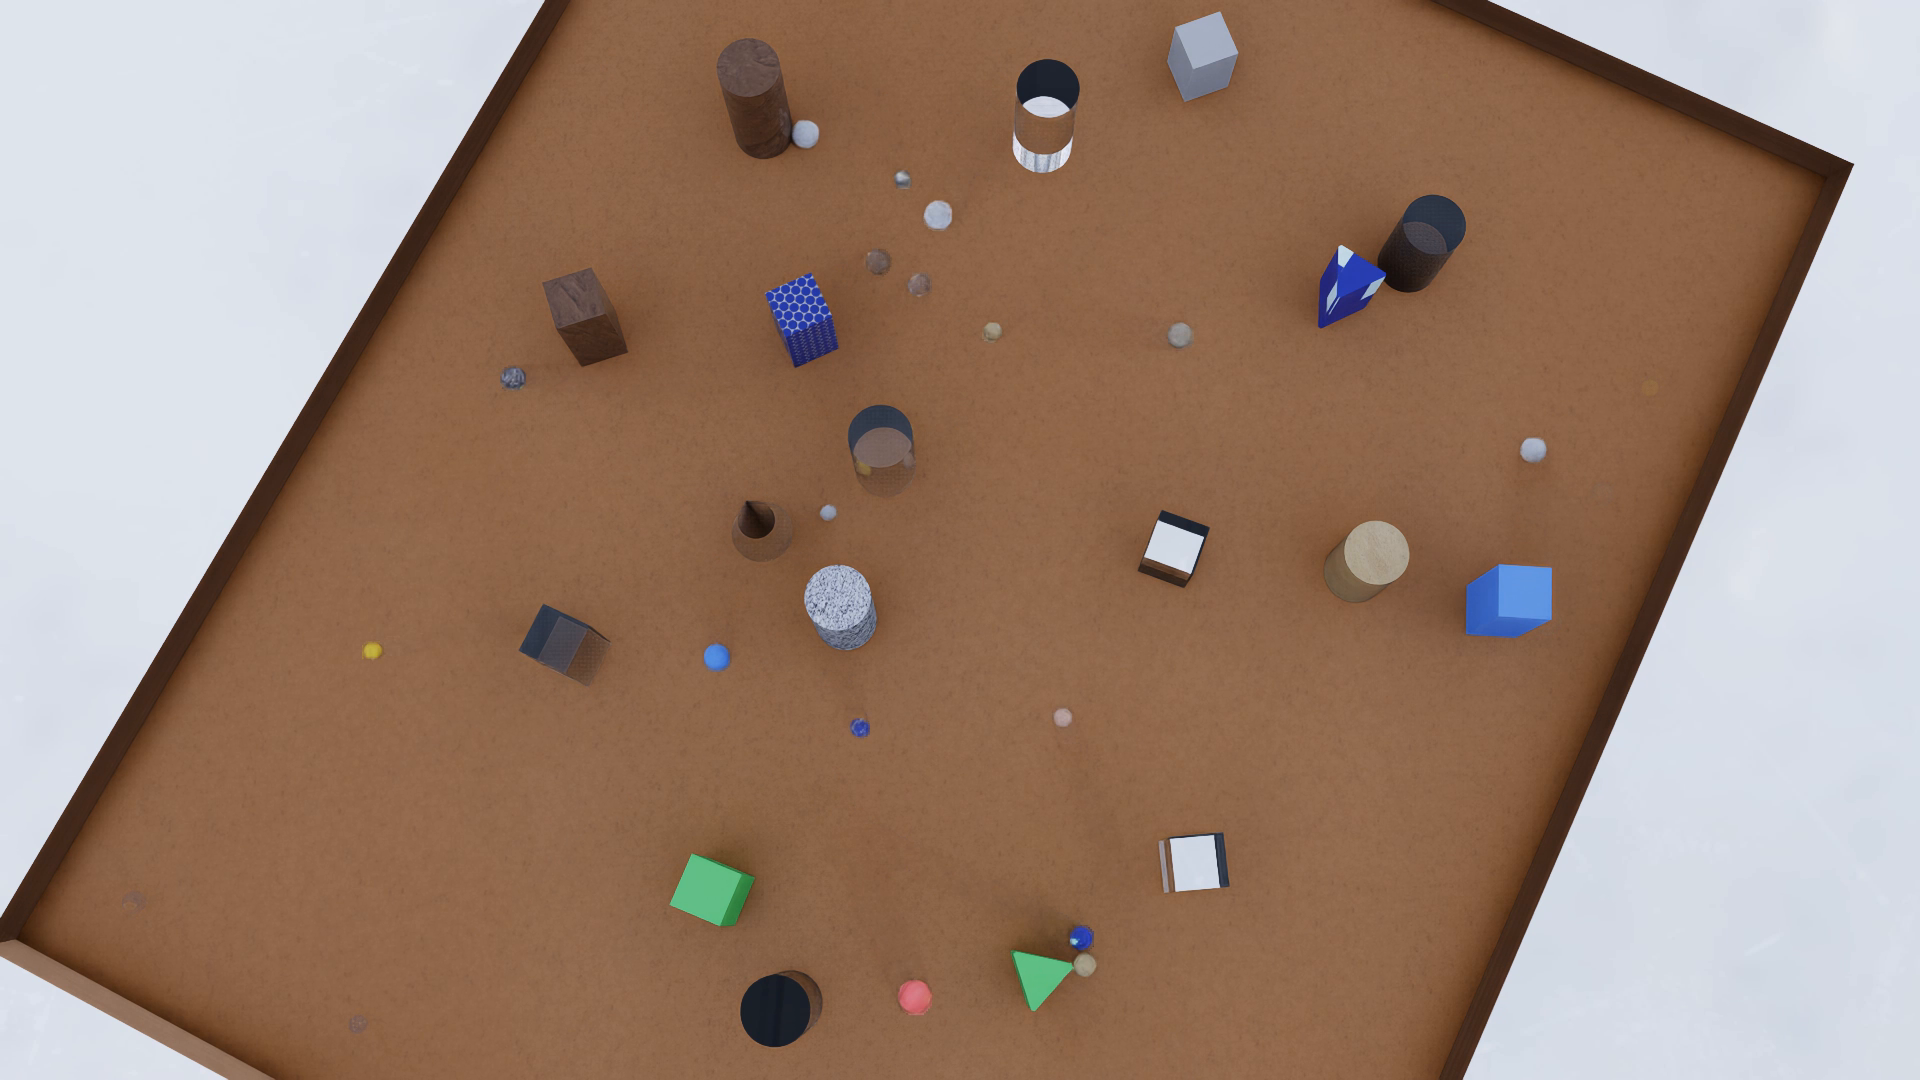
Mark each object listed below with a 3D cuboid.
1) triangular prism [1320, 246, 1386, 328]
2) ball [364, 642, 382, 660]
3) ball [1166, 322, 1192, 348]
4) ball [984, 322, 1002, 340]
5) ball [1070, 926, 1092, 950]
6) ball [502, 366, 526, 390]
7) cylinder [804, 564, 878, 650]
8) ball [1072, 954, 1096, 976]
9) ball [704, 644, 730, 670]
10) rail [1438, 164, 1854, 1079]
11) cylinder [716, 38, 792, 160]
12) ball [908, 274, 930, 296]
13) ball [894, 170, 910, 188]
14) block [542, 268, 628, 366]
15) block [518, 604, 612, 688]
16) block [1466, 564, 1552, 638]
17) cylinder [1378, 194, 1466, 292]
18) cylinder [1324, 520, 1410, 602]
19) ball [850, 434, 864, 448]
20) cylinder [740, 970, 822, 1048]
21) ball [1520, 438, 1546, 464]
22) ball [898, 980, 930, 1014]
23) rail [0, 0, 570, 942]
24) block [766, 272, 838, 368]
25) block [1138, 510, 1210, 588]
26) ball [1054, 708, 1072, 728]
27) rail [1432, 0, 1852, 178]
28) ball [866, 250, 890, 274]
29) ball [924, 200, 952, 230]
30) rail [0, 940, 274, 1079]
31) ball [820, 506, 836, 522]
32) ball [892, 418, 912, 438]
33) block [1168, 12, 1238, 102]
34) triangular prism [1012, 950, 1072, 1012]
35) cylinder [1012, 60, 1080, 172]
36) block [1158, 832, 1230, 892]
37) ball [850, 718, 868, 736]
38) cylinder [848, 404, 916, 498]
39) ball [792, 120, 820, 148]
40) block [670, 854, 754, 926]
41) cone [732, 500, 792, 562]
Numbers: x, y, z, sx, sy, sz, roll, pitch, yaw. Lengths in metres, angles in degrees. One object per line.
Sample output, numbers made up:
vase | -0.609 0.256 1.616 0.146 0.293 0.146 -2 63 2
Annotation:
triangular prism | 1.172 -0.792 5.632 0.163 0.291 0.141 -25 79 -5
ball | -1.770 0.334 5.520 0.052 0.052 0.052 0 78 0
ball | 0.684 -0.637 5.707 0.080 0.080 0.080 0 78 0
ball | 0.102 -0.652 5.722 0.058 0.058 0.058 0 78 0
ball | 0.353 1.161 5.342 0.067 0.067 0.067 0 78 0
ball | -1.383 -0.500 5.682 0.074 0.074 0.074 0 78 0
cylinder | -0.346 0.202 5.376 0.189 0.388 0.189 0 78 0
ball | 0.362 1.235 5.327 0.067 0.067 0.067 0 78 0
ball | -0.731 0.350 5.503 0.079 0.079 0.079 0 78 0
rail | 1.741 0.859 5.375 0.045 0.122 4.645 26 80 5
cylinder | -0.629 -1.358 5.666 0.189 0.453 0.189 0 78 0
ball | -0.128 -0.800 5.747 0.069 0.069 0.069 0 78 0
ball | -0.183 -1.148 5.826 0.055 0.055 0.055 0 78 0
block | -1.134 -0.672 5.564 0.151 0.376 0.151 -18 79 -4
block | -1.155 0.313 5.380 0.151 0.336 0.151 25 79 5
block | 1.615 0.183 5.404 0.151 0.342 0.151 4 78 1
cylinder | 1.415 -0.906 5.630 0.189 0.341 0.189 0 78 0
cylinder | 1.204 0.068 5.445 0.189 0.308 0.189 0 78 0
ball | -0.317 -0.306 5.656 0.047 0.047 0.047 0 78 0
cylinder | -0.494 1.305 5.119 0.189 0.445 0.189 0 78 0
ball | 1.763 -0.276 5.634 0.078 0.078 0.078 0 78 0
ball | -0.131 1.318 5.296 0.094 0.094 0.094 0 78 0
rail | -1.741 -0.846 5.728 0.045 0.122 4.645 26 80 5
block | -0.480 -0.667 5.595 0.151 0.313 0.151 -25 79 -5
block | 0.639 0.029 5.495 0.151 0.227 0.151 20 79 4
ball | 0.308 0.531 5.478 0.056 0.056 0.056 0 78 0
rail | 1.028 -2.007 5.968 3.940 0.122 0.045 26 80 5
ball | -0.260 -0.873 5.759 0.075 0.075 0.075 0 78 0
ball | -0.068 -1.026 5.783 0.089 0.089 0.089 0 78 0
rail | -1.028 2.020 5.135 3.940 0.122 0.045 26 80 5
ball | -0.403 -0.082 5.609 0.048 0.048 0.048 0 78 0
ball | -0.179 -0.346 5.659 0.057 0.057 0.057 0 78 0
block | 0.768 -1.531 5.814 0.151 0.234 0.151 -20 79 -4
triangular prism | 0.202 1.214 5.187 0.141 0.350 0.163 42 81 8
cylinder | 0.263 -1.308 5.676 0.189 0.413 0.189 0 78 0
block | 0.670 0.930 5.269 0.151 0.303 0.151 -5 78 -1
ball | -0.301 0.559 5.473 0.054 0.054 0.054 0 78 0
cylinder | -0.230 -0.262 5.479 0.189 0.376 0.189 0 78 0
ball | -0.493 -1.294 5.839 0.088 0.088 0.088 0 78 0
block | -0.703 1.001 5.233 0.151 0.345 0.151 22 79 4
cone | -0.606 -0.069 5.408 0.189 0.436 0.189 0 78 0
